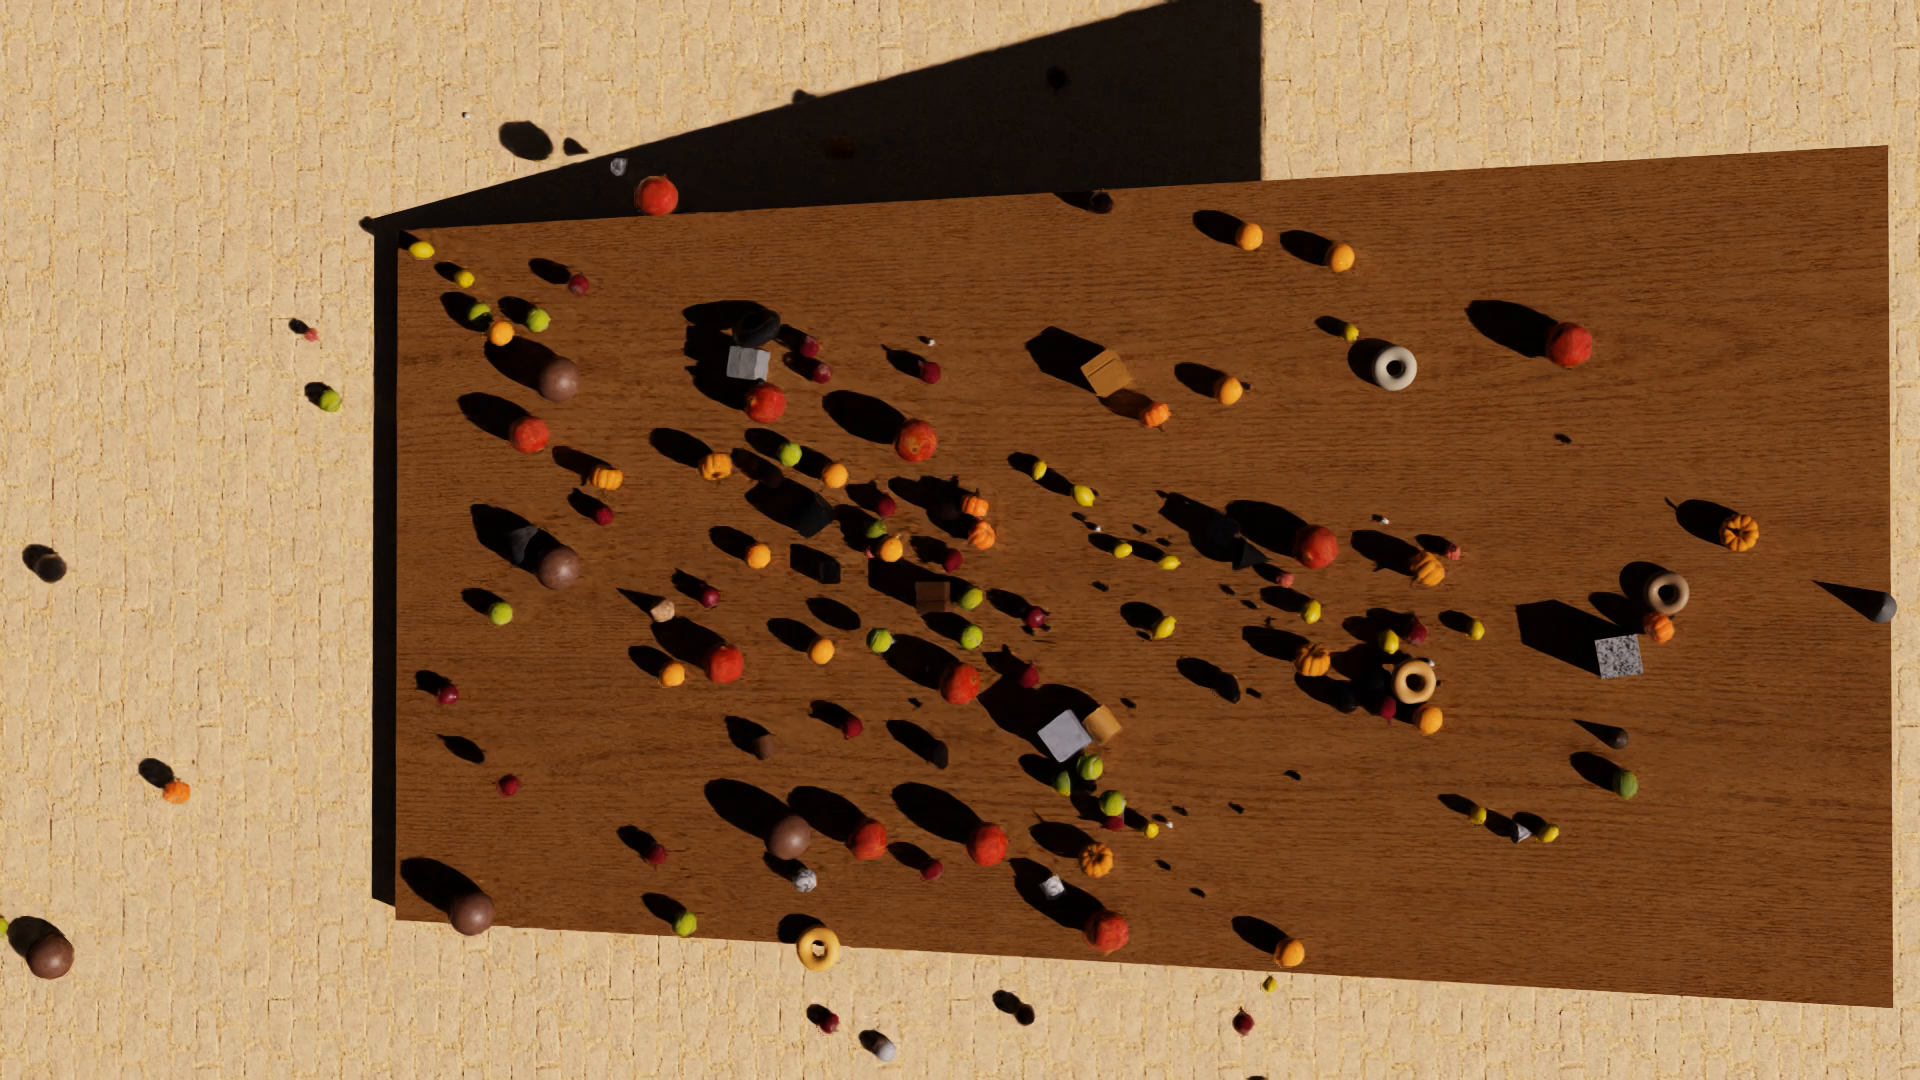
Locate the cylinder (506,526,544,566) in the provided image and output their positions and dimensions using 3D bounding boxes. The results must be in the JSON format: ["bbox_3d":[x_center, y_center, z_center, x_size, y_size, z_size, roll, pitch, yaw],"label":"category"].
[{"bbox_3d":[-1.224,0.018,6.189,0.090,0.090,0.090,-16,84,0],"label":"cylinder"}]

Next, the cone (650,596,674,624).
[{"bbox_3d":[-0.838,0.194,6.065,0.074,0.074,0.074,0,89,19],"label":"cone"}]

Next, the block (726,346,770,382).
[{"bbox_3d":[-0.576,-0.479,5.981,0.083,0.083,0.083,9,92,19],"label":"block"}]

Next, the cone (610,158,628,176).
[{"bbox_3d":[-0.972,-1.074,6.339,0.053,0.053,0.053,2,96,15],"label":"cone"}]

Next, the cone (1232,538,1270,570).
[{"bbox_3d":[0.744,0.043,5.552,0.087,0.087,0.087,11,89,-8],"label":"cone"}]

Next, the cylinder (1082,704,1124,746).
[{"bbox_3d":[0.366,0.477,5.653,0.077,0.077,0.077,-38,78,0],"label":"cylinder"}]

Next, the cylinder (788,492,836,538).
[{"bbox_3d":[-0.397,-0.065,5.912,0.090,0.090,0.090,-35,89,17],"label":"cylinder"}]

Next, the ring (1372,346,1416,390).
[{"bbox_3d":[1.075,-0.426,5.448,0.113,0.038,0.113,0,90,18],"label":"ring"}]

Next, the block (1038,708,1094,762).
[{"bbox_3d":[0.277,0.504,5.673,0.096,0.096,0.096,-39,78,14],"label":"block"}]

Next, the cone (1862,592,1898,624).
[{"bbox_3d":[2.122,0.156,5.066,0.074,0.074,0.074,0,89,19],"label":"cone"}]

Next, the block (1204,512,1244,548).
[{"bbox_3d":[0.668,-0.025,5.564,0.066,0.066,0.066,36,100,16],"label":"block"}]

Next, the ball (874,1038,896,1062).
[{"bbox_3d":[-0.219,1.489,6.418,0.065,0.065,0.065,0,89,0],"label":"ball"}]

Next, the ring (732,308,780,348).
[{"bbox_3d":[-0.552,-0.573,5.958,0.143,0.143,0.048,-26,126,0],"label":"ring"}]

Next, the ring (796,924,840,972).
[{"bbox_3d":[-0.382,1.097,5.917,0.126,0.042,0.126,0,91,20],"label":"ring"}]

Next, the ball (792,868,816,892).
[{"bbox_3d":[-0.418,0.915,5.919,0.065,0.065,0.065,0,89,0],"label":"ball"}]

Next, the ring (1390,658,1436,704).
[{"bbox_3d":[1.114,0.349,5.408,0.114,0.038,0.114,0,89,-3],"label":"ring"}]

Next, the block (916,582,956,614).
[{"bbox_3d":[-0.065,0.151,5.801,0.081,0.081,0.081,-2,89,19],"label":"block"}]

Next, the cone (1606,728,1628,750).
[{"bbox_3d":[1.570,0.476,5.259,0.054,0.054,0.054,0,89,19],"label":"cone"}]

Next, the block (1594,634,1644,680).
[{"bbox_3d":[1.571,0.277,5.240,0.094,0.094,0.094,-11,86,18],"label":"block"}]

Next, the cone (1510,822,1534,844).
[{"bbox_3d":[1.372,0.710,5.338,0.055,0.055,0.055,0,89,-8],"label":"cone"}]

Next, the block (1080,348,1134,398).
[{"bbox_3d":[0.378,-0.428,5.656,0.087,0.087,0.087,-35,79,15],"label":"block"}]

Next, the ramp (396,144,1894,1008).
[{"bbox_3d":[0.278,0.092,5.782,4.000,0.100,2.000,0,89,19],"label":"ramp"}]

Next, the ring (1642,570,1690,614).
[{"bbox_3d":[1.681,0.125,5.236,0.107,0.036,0.107,1,92,21],"label":"ring"}]

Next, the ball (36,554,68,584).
[{"bbox_3d":[-2.655,0.083,6.426,0.088,0.088,0.088,0,89,0],"label":"ball"}]
